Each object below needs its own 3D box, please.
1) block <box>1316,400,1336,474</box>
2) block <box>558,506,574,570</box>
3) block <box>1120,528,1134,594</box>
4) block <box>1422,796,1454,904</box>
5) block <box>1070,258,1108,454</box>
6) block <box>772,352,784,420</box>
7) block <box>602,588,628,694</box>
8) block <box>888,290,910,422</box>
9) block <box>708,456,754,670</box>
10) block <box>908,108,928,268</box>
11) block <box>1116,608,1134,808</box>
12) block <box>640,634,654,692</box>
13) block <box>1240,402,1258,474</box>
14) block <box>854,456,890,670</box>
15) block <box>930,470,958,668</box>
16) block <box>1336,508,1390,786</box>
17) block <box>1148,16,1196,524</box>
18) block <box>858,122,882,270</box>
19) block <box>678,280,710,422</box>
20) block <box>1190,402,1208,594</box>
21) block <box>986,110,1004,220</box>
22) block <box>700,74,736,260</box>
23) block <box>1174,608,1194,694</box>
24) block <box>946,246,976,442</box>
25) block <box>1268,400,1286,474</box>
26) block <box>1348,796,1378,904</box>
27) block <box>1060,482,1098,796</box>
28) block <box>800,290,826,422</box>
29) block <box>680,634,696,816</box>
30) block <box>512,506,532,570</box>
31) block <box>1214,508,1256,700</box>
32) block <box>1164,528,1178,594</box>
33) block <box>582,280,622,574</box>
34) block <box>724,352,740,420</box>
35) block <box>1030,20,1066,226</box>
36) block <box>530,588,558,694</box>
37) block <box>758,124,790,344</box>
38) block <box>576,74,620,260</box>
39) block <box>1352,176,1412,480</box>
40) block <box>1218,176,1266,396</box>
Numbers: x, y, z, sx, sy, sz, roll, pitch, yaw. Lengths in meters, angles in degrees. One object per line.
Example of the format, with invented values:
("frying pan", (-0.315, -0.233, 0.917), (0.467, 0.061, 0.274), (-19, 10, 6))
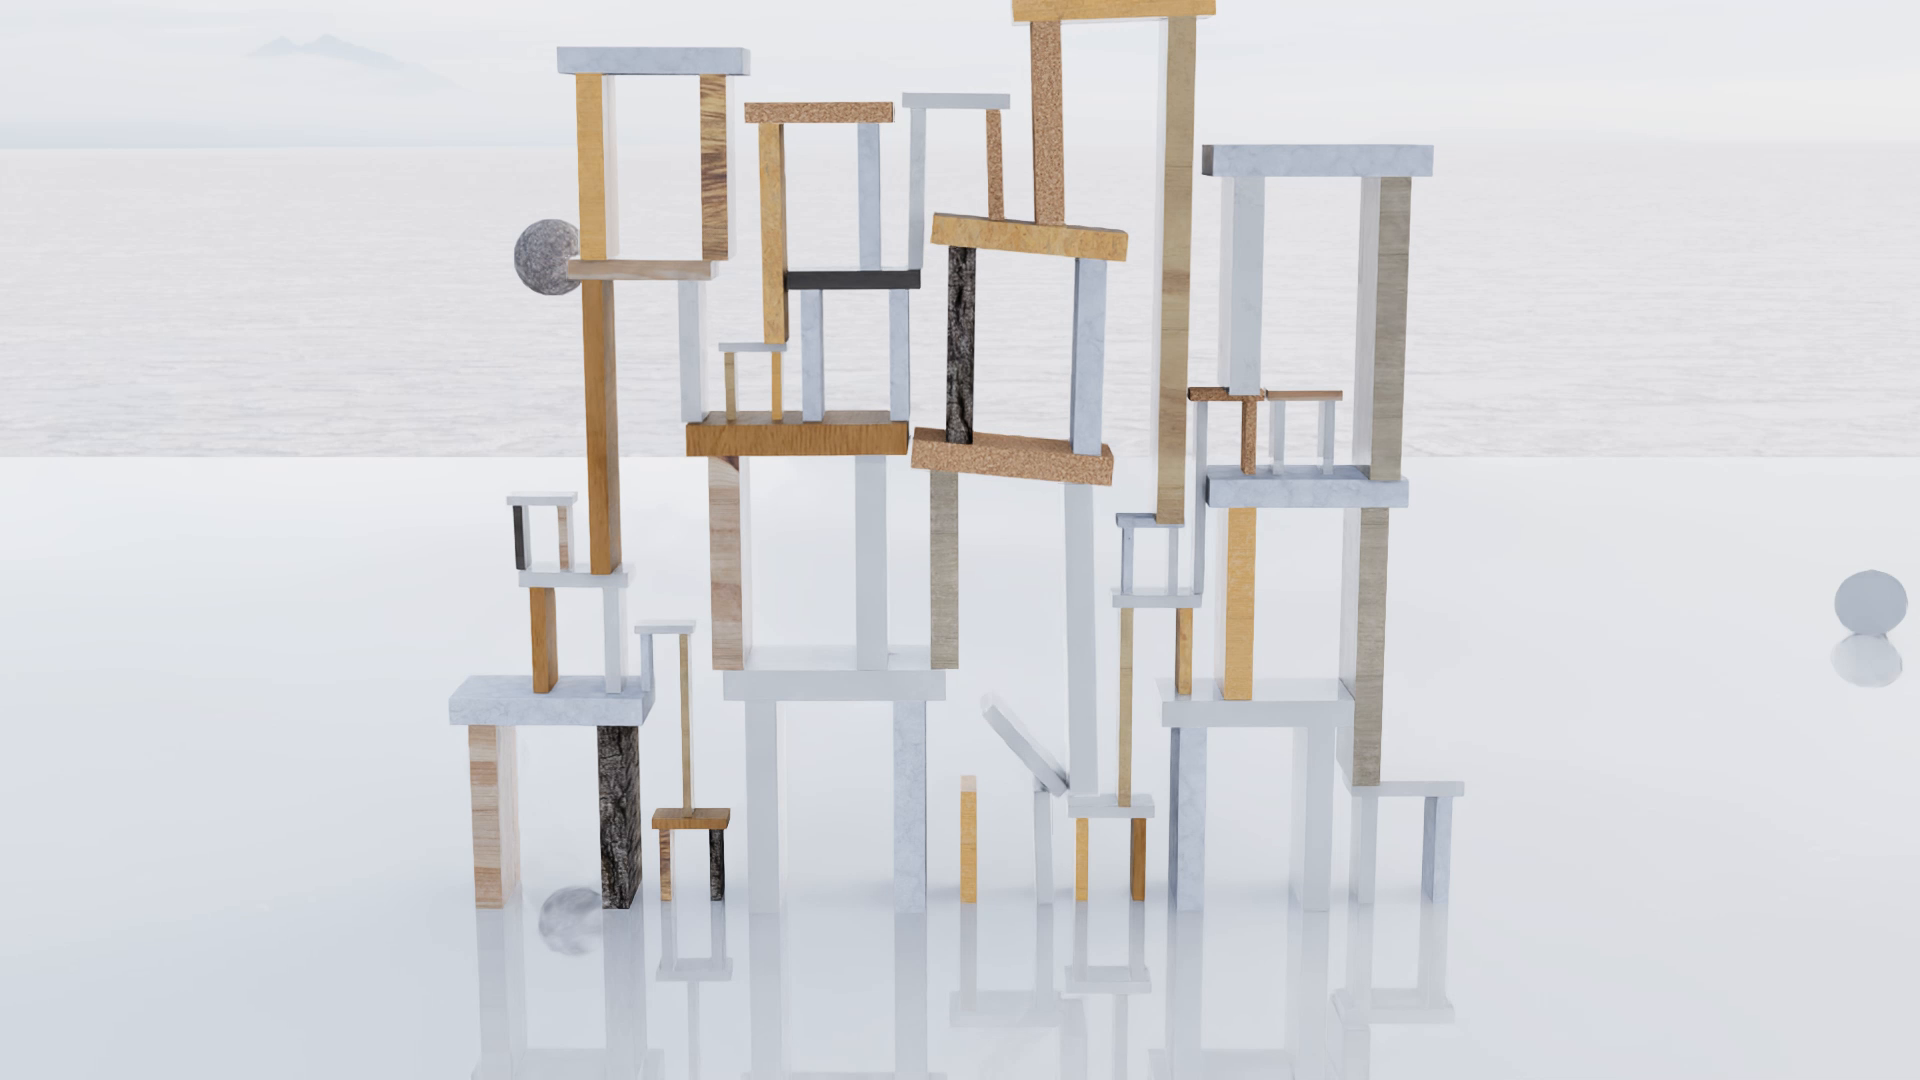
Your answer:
("block", (0.587, -0.168, 3.530), (0.017, 0.119, 0.059), (0, 11, 0))
("block", (-0.638, -0.008, 3.561), (0.015, 0.105, 0.053), (0, 11, 0))
("block", (0.271, 0.029, 3.565), (0.015, 0.108, 0.054), (0, 11, 0))
("block", (0.791, 0.500, 3.649), (0.026, 0.184, 0.092), (0, 11, 0))
("block", (0.203, -0.297, 3.500), (0.043, 0.303, 0.152), (1, 11, 0))
("block", (-0.291, -0.249, 3.509), (0.015, 0.108, 0.054), (1, 11, 0))
("block", (-0.562, 0.155, 3.592), (0.025, 0.175, 0.088), (0, 11, 0))
("block", (-0.096, -0.299, 3.500), (0.029, 0.207, 0.103), (0, 11, 0))
("block", (-0.370, 0.022, 3.560), (0.049, 0.346, 0.173), (0, 11, 0))
("block", (-0.067, -0.553, 3.462), (0.024, 0.246, 0.084), (1, 10, 0))
("block", (0.269, 0.267, 3.605), (0.020, 0.334, 0.072), (0, 11, 0))
("block", (-0.512, 0.195, 3.596), (0.014, 0.095, 0.048), (0, 11, 0))
("block", (0.464, -0.168, 3.532), (0.017, 0.118, 0.059), (0, 11, 0))
("block", (-0.141, 0.022, 3.559), (0.049, 0.346, 0.173), (0, 11, 0))
("block", (-0.025, 0.035, 3.563), (0.045, 0.318, 0.159), (0, 11, 0))
("block", (0.656, 0.159, 3.590), (0.044, 0.457, 0.157), (0, 11, 0))
("block", (0.335, -0.423, 3.479), (0.043, 0.782, 0.153), (0, 11, 0))
("block", (-0.142, -0.540, 3.454), (0.032, 0.226, 0.113), (-1, 11, -1))
("block", (-0.424, -0.305, 3.499), (0.032, 0.223, 0.112), (0, 11, 0))
("block", (0.385, -0.072, 3.550), (0.017, 0.312, 0.059), (0, 11, 0))
("block", (0.055, -0.590, 3.454), (0.024, 0.168, 0.084), (-2, 10, 1))
("block", (-0.379, -0.585, 3.447), (0.040, 0.283, 0.141), (0, 11, 0))
("block", (0.365, 0.174, 3.588), (0.020, 0.144, 0.072), (0, 11, 0))
("block", (0.002, -0.316, 3.498), (0.043, 0.303, 0.152), (1, 11, 0))
("block", (0.508, -0.168, 3.530), (0.017, 0.119, 0.059), (0, 11, 0))
("block", (0.669, 0.500, 3.649), (0.026, 0.184, 0.092), (0, 11, 0))
("block", (0.194, 0.148, 3.582), (0.045, 0.507, 0.159), (-2, 10, 0))
("block", (-0.234, -0.298, 3.498), (0.029, 0.207, 0.104), (0, 11, 0))
("block", (-0.449, 0.299, 3.616), (0.014, 0.309, 0.048), (0, 11, 0))
("block", (-0.709, -0.008, 3.560), (0.015, 0.105, 0.053), (-1, 11, 1))
("block", (0.446, 0.089, 3.578), (0.044, 0.314, 0.157), (0, 11, 0))
("block", (0.343, 0.029, 3.565), (0.015, 0.108, 0.054), (0, 11, 0))
("block", (-0.573, -0.185, 3.522), (0.032, 0.469, 0.112), (0, 11, 1))
("block", (-0.364, -0.249, 3.509), (0.015, 0.108, 0.054), (-1, 11, 0))
("block", (0.137, -0.650, 3.436), (0.043, 0.307, 0.153), (-2, 11, 1))
("block", (-0.679, 0.154, 3.592), (0.025, 0.176, 0.088), (0, 11, 0))
("block", (-0.293, -0.484, 3.464), (0.032, 0.339, 0.113), (-1, 11, 0))
("block", (-0.568, -0.586, 3.448), (0.040, 0.283, 0.141), (0, 11, -1))
("block", (0.668, -0.340, 3.494), (0.048, 0.471, 0.168), (0, 11, 0))
("block", (0.444, -0.406, 3.482), (0.048, 0.337, 0.168), (0, 11, 0))
